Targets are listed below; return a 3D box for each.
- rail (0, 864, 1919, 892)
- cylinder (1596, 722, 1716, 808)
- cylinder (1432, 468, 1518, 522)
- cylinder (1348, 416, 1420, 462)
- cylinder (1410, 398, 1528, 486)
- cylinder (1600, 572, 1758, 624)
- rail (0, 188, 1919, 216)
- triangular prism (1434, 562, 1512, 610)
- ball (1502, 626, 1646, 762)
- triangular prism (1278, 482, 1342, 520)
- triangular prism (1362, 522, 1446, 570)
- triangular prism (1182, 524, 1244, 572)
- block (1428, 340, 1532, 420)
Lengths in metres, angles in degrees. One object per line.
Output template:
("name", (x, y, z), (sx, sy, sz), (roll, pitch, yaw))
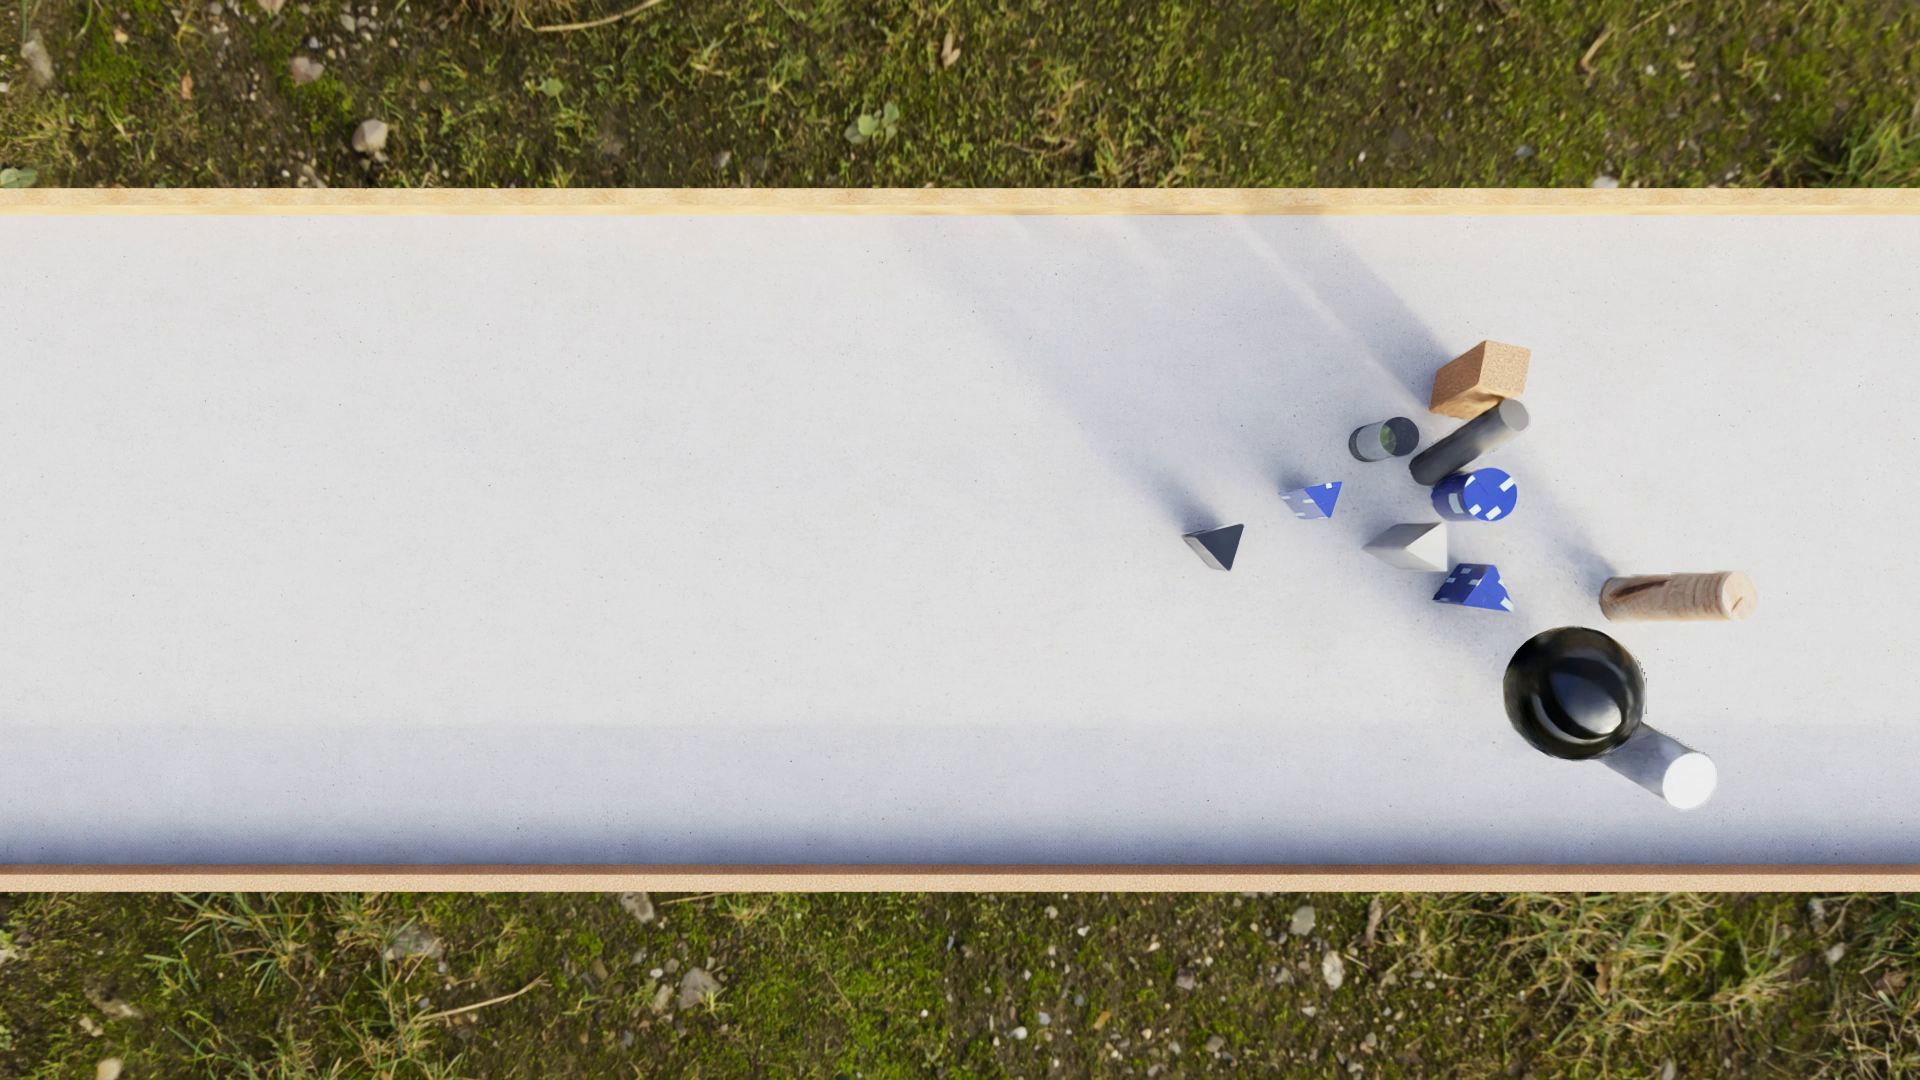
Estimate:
("rail", (-2.247, 1.025, 5.001), (12.000, 0.150, 0.050), (0, 90, 0))
("cylinder", (2.022, 0.638, 4.858), (0.166, 0.405, 0.166), (-3, 103, -12))
("cylinder", (1.529, -0.131, 4.915), (0.155, 0.322, 0.155), (0, 90, 0))
("cylinder", (1.252, -0.295, 4.887), (0.113, 0.378, 0.113), (0, 90, 0))
("cylinder", (1.497, -0.284, 4.867), (0.102, 0.424, 0.102), (8, 67, -20))
("cylinder", (2.102, 0.171, 4.847), (0.140, 0.442, 0.140), (2, 86, -26))
("rail", (-2.247, -1.025, 5.002), (12.000, 0.150, 0.050), (0, 90, 0))
("triangular prism", (1.534, 0.133, 4.920), (0.145, 0.313, 0.126), (7, 90, 0))
("ball", (1.801, 0.450, 4.845), (0.397, 0.397, 0.397), (0, 90, 0))
("triangular prism", (1.050, -0.135, 4.882), (0.094, 0.389, 0.109), (-41, 90, 0))
("triangular prism", (1.344, 0.004, 4.911), (0.139, 0.324, 0.120), (28, 85, -8))
("triangular prism", (0.771, -0.003, 4.912), (0.122, 0.329, 0.141), (-44, 90, 0))
("block", (1.523, -0.465, 4.851), (0.130, 0.437, 0.130), (12, 84, -1))
